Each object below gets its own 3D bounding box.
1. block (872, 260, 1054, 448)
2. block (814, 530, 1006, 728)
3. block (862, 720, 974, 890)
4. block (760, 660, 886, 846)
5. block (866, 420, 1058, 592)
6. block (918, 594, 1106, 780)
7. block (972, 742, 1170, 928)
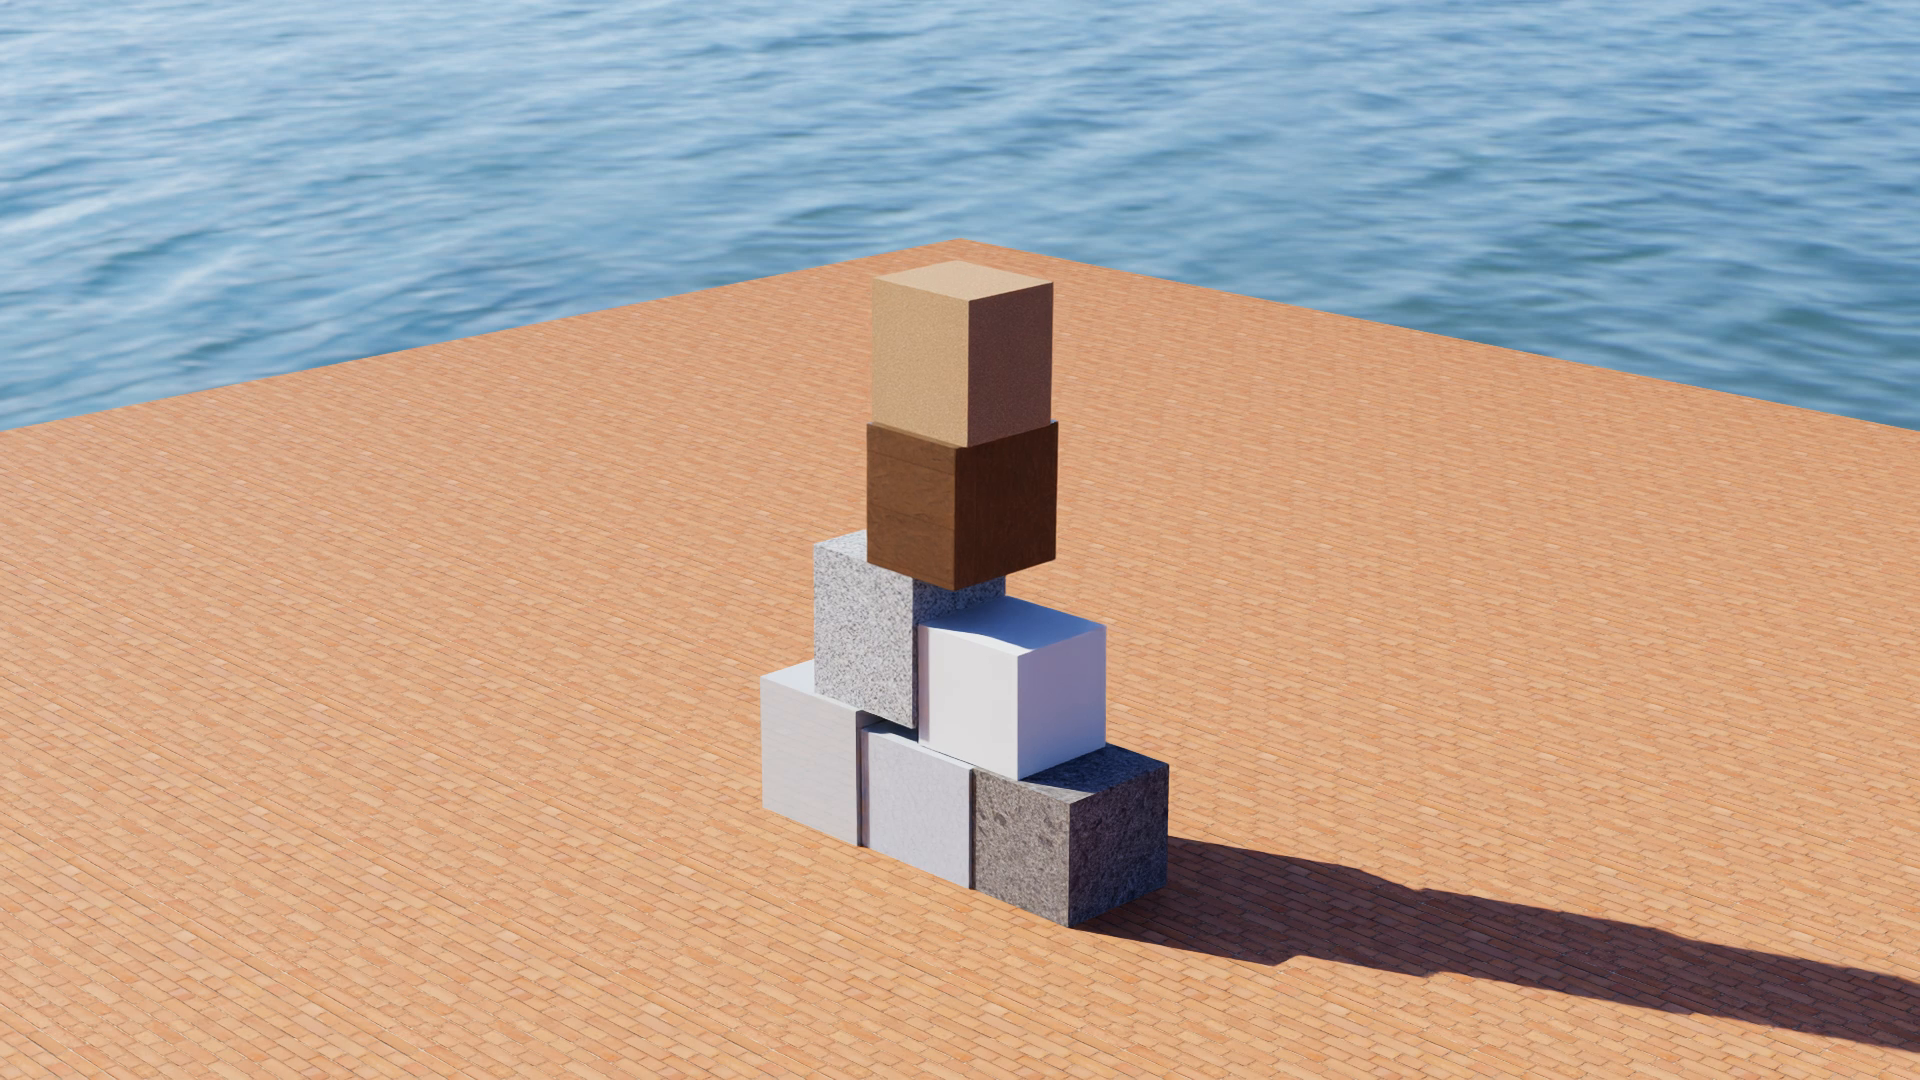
[{"bbox_3d":[0.008,-0.838,13.057,0.532,0.655,0.605,-17,25,-42],"label":"block"},{"bbox_3d":[-0.236,0.376,13.677,0.603,0.731,0.660,-17,25,-42],"label":"block"},{"bbox_3d":[0.030,1.160,13.681,0.677,0.584,0.705,-17,24,-42],"label":"block"},{"bbox_3d":[-0.469,0.970,14.132,0.710,0.675,0.668,-17,24,-42],"label":"block"},{"bbox_3d":[0.010,-0.217,13.265,0.655,0.655,0.563,-17,25,-42],"label":"block"},{"bbox_3d":[0.236,0.660,13.303,0.579,0.584,0.625,-17,24,-42],"label":"block"},{"bbox_3d":[0.499,1.295,13.239,0.658,0.591,0.593,-17,24,-42],"label":"block"}]
